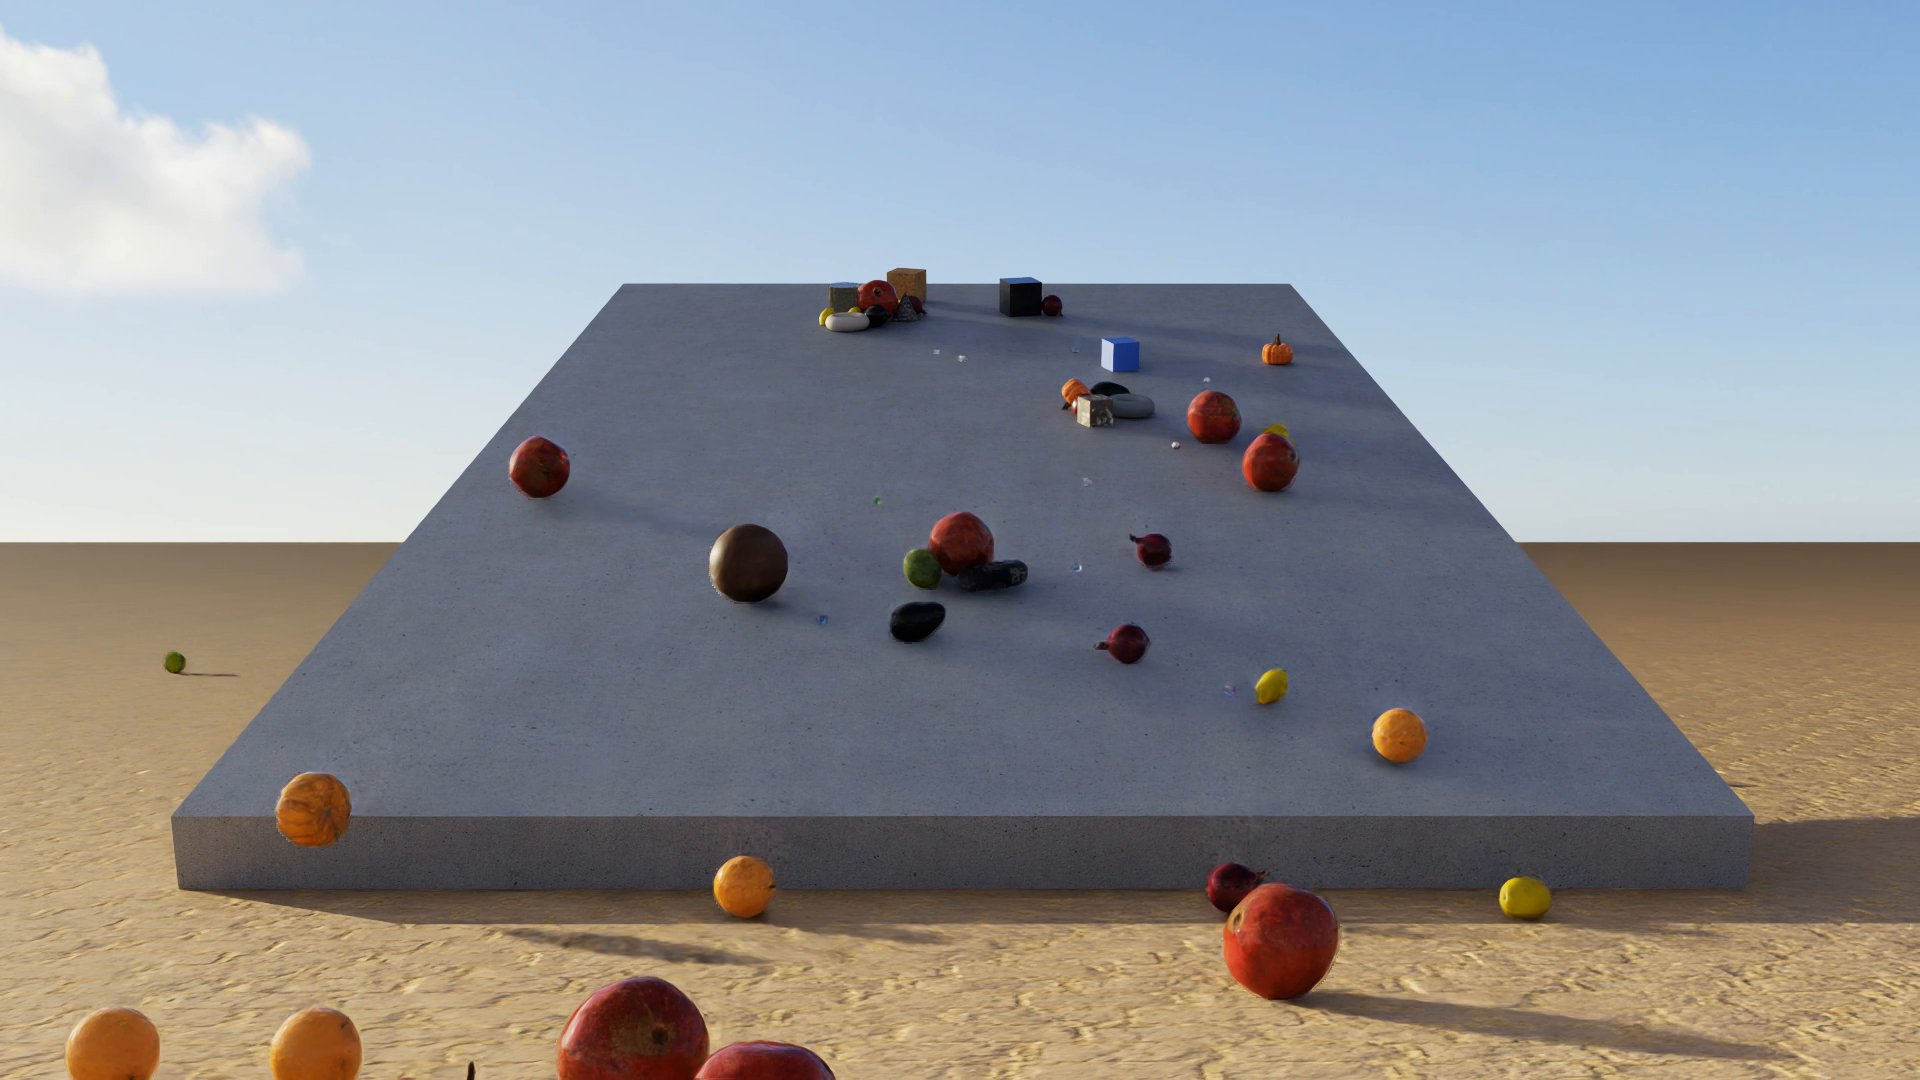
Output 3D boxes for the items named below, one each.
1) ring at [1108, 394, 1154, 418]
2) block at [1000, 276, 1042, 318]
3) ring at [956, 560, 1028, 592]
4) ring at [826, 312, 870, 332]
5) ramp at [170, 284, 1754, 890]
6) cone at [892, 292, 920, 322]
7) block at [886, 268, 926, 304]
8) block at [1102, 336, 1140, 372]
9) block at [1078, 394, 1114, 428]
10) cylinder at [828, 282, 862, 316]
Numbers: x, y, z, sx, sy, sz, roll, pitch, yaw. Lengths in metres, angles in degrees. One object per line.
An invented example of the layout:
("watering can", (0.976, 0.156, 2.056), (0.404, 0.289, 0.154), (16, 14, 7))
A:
("ring", (0.378, -0.300, 4.950), (0.116, 0.039, 0.116), (1, 17, 0))
("block", (0.168, -0.675, 6.140), (0.093, 0.093, 0.093), (-5, 17, -16))
("ring", (0.054, 0.059, 3.686), (0.122, 0.041, 0.122), (-8, 2, 0))
("ring", (-0.302, -0.584, 5.923), (0.118, 0.039, 0.118), (-1, 16, 0))
("ramp", (-0.002, -0.163, 4.725), (2.000, 0.100, 4.000), (0, 16, 0))
("cone", (-0.150, -0.641, 6.047), (0.079, 0.079, 0.079), (0, 16, 0))
("block", (-0.153, -0.727, 6.329), (0.087, 0.087, 0.087), (6, 17, 20))
("block", (0.394, -0.456, 5.432), (0.069, 0.069, 0.069), (-6, 17, -19))
("block", (0.298, -0.284, 4.861), (0.058, 0.058, 0.058), (-7, 18, -23))
("cylinder", (-0.317, -0.655, 6.073), (0.091, 0.091, 0.091), (0, 16, 0))
